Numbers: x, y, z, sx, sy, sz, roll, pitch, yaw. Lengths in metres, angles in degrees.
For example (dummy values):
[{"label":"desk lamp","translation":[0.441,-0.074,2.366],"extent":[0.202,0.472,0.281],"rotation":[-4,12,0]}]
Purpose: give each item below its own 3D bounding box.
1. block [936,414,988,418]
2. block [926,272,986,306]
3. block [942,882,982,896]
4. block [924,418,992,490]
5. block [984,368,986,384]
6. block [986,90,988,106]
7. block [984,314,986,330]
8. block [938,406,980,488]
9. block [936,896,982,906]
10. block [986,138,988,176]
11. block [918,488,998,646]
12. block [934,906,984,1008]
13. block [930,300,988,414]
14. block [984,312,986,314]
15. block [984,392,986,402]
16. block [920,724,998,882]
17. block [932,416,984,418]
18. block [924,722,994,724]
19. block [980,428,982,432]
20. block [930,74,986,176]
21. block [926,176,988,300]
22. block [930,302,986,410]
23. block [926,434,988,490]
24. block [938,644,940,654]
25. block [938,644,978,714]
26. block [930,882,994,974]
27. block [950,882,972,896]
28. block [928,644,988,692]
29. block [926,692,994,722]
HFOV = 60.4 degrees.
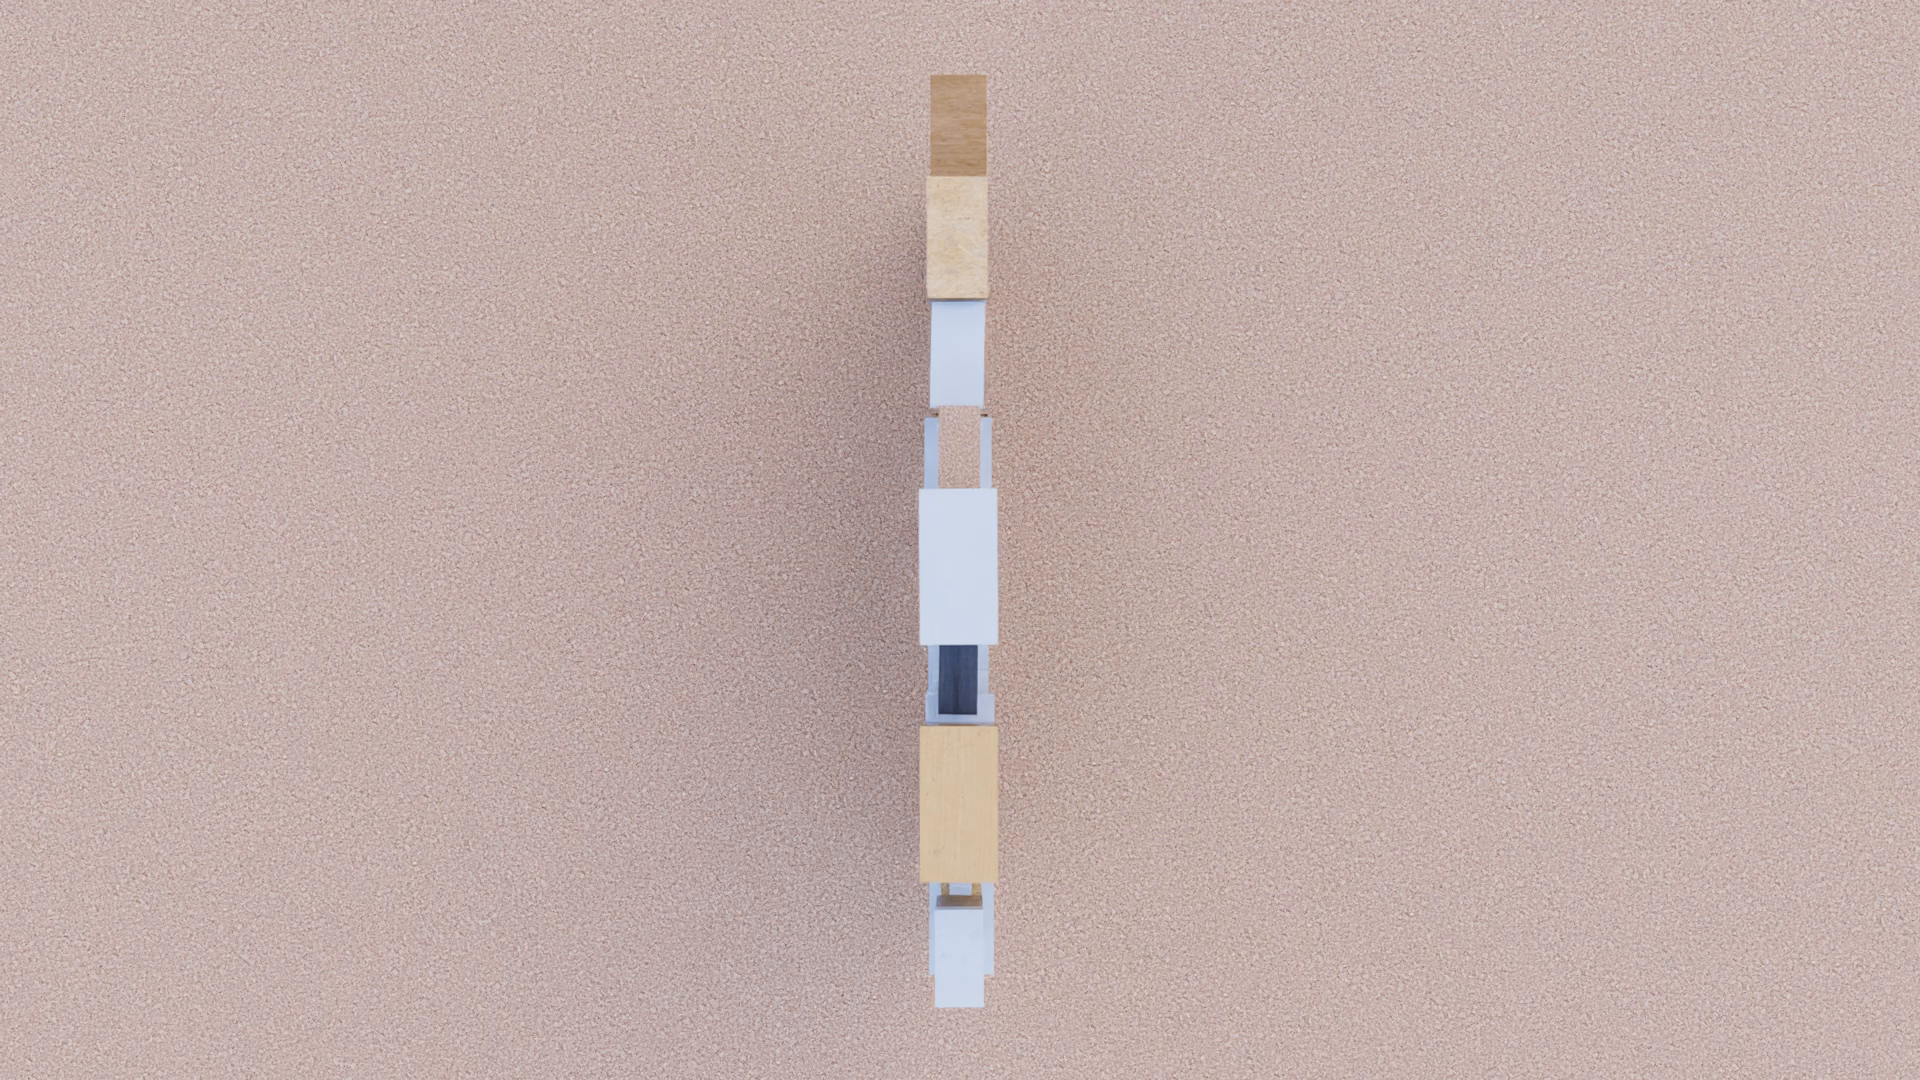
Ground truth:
[{"label":"block","translation":[0.004,-0.546,5.151],"extent":[0.163,0.046,0.326],"rotation":[0,90,0]},{"label":"block","translation":[-0.008,-0.619,4.075],"extent":[0.143,0.286,0.041],"rotation":[-1,90,0]},{"label":"block","translation":[0.003,0.845,4.302],"extent":[0.105,0.030,0.211],"rotation":[0,90,0]},{"label":"block","translation":[-0.005,-0.147,4.373],"extent":[0.176,0.050,0.352],"rotation":[0,90,0]},{"label":"block","translation":[0.000,-0.424,4.405],"extent":[0.131,0.298,0.037],"rotation":[0,90,0]},{"label":"block","translation":[-0.002,-1.092,4.671],"extent":[0.138,1.195,0.039],"rotation":[0,90,0]},{"label":"block","translation":[-0.002,-0.527,4.092],"extent":[0.126,0.253,0.036],"rotation":[1,90,0]},{"label":"block","translation":[-0.001,-0.213,3.800],"extent":[0.096,0.027,0.192],"rotation":[1,91,1]},{"label":"block","translation":[-0.001,0.940,4.169],"extent":[0.118,0.237,0.034],"rotation":[0,90,0]},{"label":"block","translation":[0.001,-0.927,4.369],"extent":[0.142,0.040,0.284],"rotation":[-1,90,0]},{"label":"block","translation":[-0.003,0.059,3.641],"extent":[0.171,0.048,0.342],"rotation":[0,90,0]},{"label":"block","translation":[-0.002,1.019,4.034],"extent":[0.118,0.034,0.237],"rotation":[0,90,0]},{"label":"block","translation":[-0.003,-0.528,4.777],"extent":[0.164,0.046,0.328],"rotation":[0,90,0]},{"label":"block","translation":[0.000,-0.600,4.387],"extent":[0.131,0.262,0.037],"rotation":[0,90,0]},{"label":"block","translation":[-0.002,-0.356,4.092],"extent":[0.126,0.255,0.036],"rotation":[2,90,1]},{"label":"block","translation":[-0.003,0.600,3.772],"extent":[0.178,0.050,0.355],"rotation":[0,90,0]},{"label":"block","translation":[-0.003,-0.210,4.771],"extent":[0.149,0.042,0.299],"rotation":[0,90,0]},{"label":"block","translation":[-0.003,0.483,3.975],"extent":[0.178,0.356,0.050],"rotation":[0,90,0]},{"label":"block","translation":[0.001,-0.281,4.016],"extent":[0.096,0.405,0.027],"rotation":[-3,91,1]},{"label":"block","translation":[-0.004,-1.000,4.054],"extent":[0.138,0.039,0.275],"rotation":[0,90,0]},{"label":"block","translation":[-0.007,-0.715,3.911],"extent":[0.143,0.041,0.286],"rotation":[0,91,0]},{"label":"block","translation":[-0.006,-0.441,3.947],"extent":[0.126,0.036,0.253],"rotation":[1,90,1]},{"label":"block","translation":[-0.006,-0.110,4.028],"extent":[0.149,0.042,0.299],"rotation":[0,90,0]},{"label":"block","translation":[-0.004,0.262,4.179],"extent":[0.093,0.423,0.026],"rotation":[-1,90,0]},{"label":"block","translation":[-0.004,0.324,3.954],"extent":[0.093,0.026,0.185],"rotation":[1,90,0]},{"label":"block","translation":[0.004,1.016,4.553],"extent":[0.176,0.050,0.353],"rotation":[0,90,0]},{"label":"block","translation":[0.002,0.840,4.169],"extent":[0.055,0.016,0.111],"rotation":[2,90,0]},{"label":"block","translation":[-0.004,0.363,4.572],"extent":[0.166,0.047,0.332],"rotation":[0,90,0]},{"label":"block","translation":[0.000,0.561,4.178],"extent":[0.173,0.049,0.347],"rotation":[0,90,0]}]
